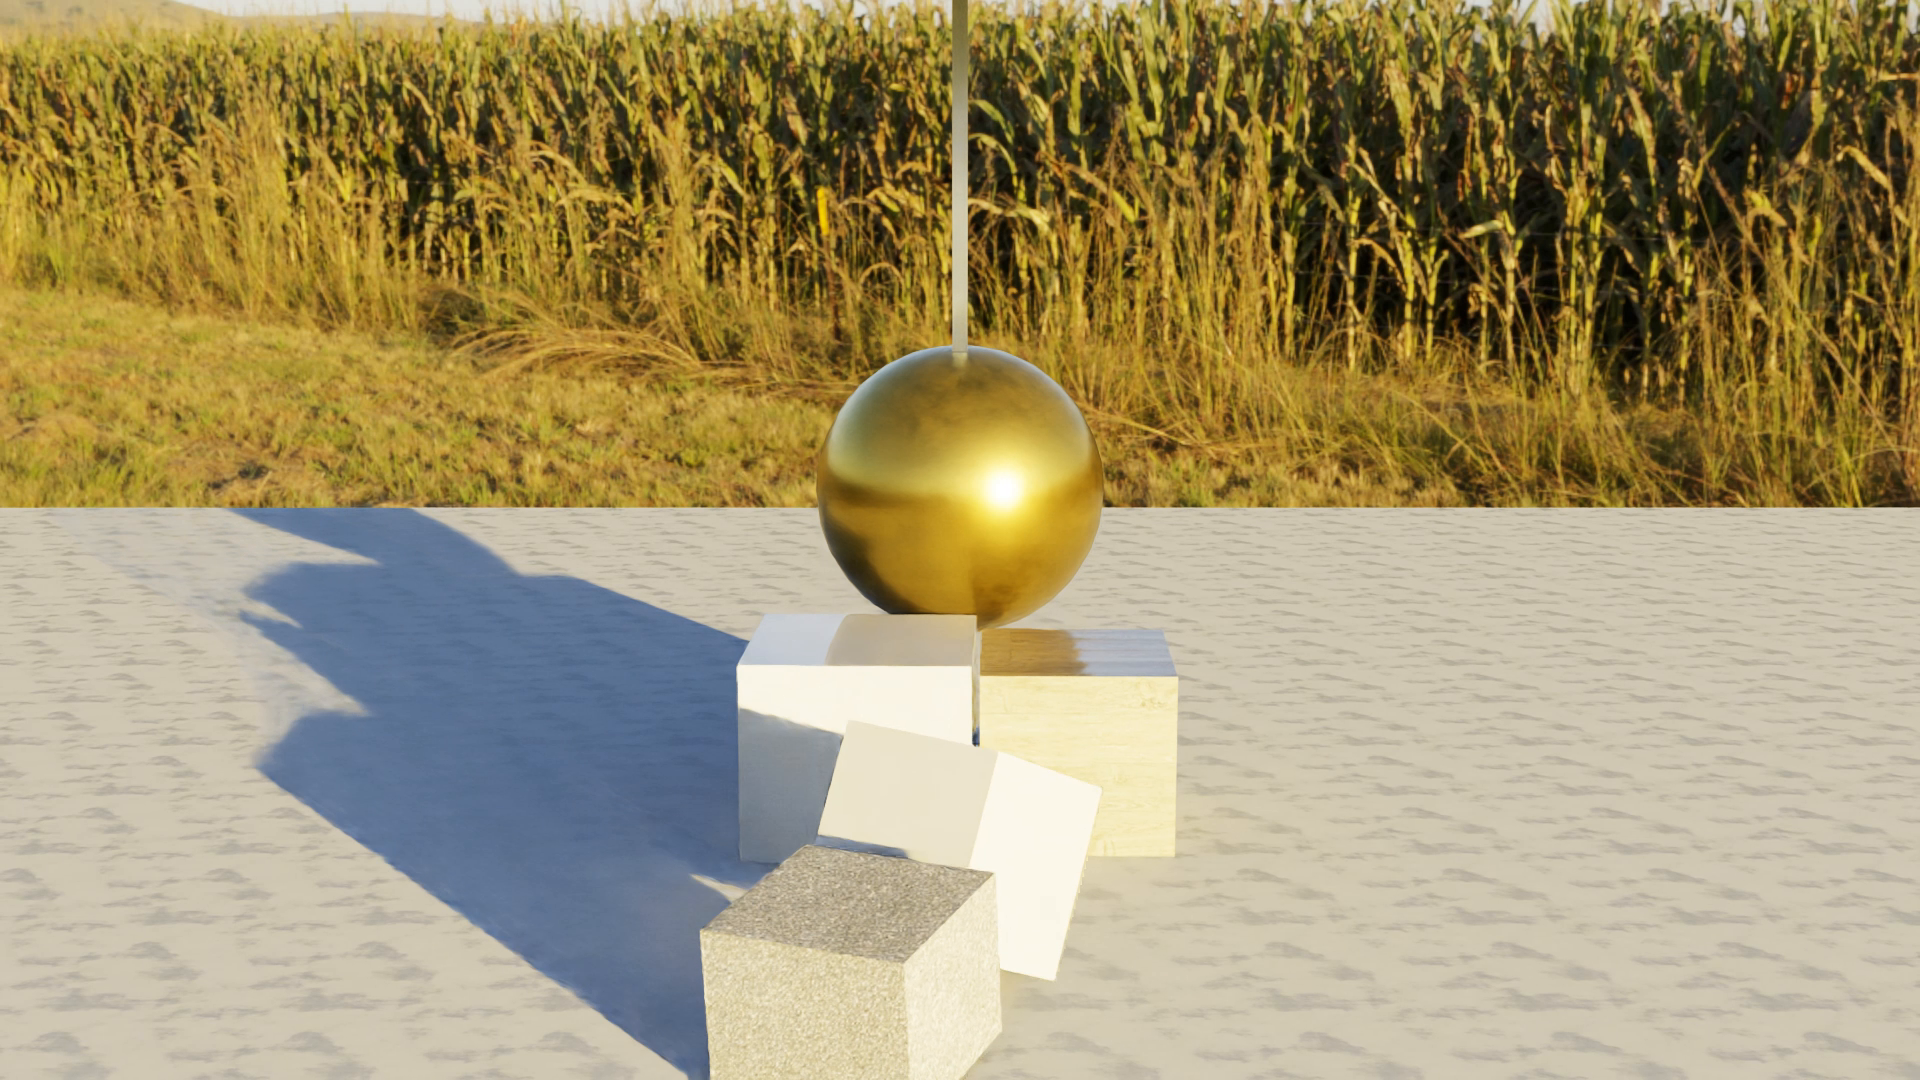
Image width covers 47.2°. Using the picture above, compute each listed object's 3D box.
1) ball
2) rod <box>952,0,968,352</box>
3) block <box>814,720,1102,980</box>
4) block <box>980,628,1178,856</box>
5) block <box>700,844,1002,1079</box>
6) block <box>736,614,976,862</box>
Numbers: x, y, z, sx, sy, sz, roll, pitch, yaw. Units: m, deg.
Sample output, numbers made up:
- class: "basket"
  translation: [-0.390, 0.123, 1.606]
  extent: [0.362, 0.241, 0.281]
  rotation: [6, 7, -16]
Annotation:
- class: "ball"
  translation: [0.000, -0.283, 12.209]
  extent: [1.600, 1.600, 1.600]
  rotation: [0, 10, 0]
- class: "rod"
  translation: [0.000, -3.468, 11.018]
  extent: [0.080, 5.200, 0.080]
  rotation: [0, 21, 0]
- class: "block"
  translation: [-0.037, 1.310, 9.288]
  extent: [0.801, 0.835, 0.799]
  rotation: [8, -11, 38]
- class: "block"
  translation: [0.592, 1.025, 11.369]
  extent: [0.969, 0.916, 1.064]
  rotation: [0, 10, 1]
- class: "block"
  translation: [-0.394, 1.669, 8.299]
  extent: [0.826, 0.670, 0.818]
  rotation: [5, 17, 24]
- class: "block"
  translation: [-0.496, 0.994, 11.319]
  extent: [1.136, 0.994, 1.181]
  rotation: [0, 10, 2]
